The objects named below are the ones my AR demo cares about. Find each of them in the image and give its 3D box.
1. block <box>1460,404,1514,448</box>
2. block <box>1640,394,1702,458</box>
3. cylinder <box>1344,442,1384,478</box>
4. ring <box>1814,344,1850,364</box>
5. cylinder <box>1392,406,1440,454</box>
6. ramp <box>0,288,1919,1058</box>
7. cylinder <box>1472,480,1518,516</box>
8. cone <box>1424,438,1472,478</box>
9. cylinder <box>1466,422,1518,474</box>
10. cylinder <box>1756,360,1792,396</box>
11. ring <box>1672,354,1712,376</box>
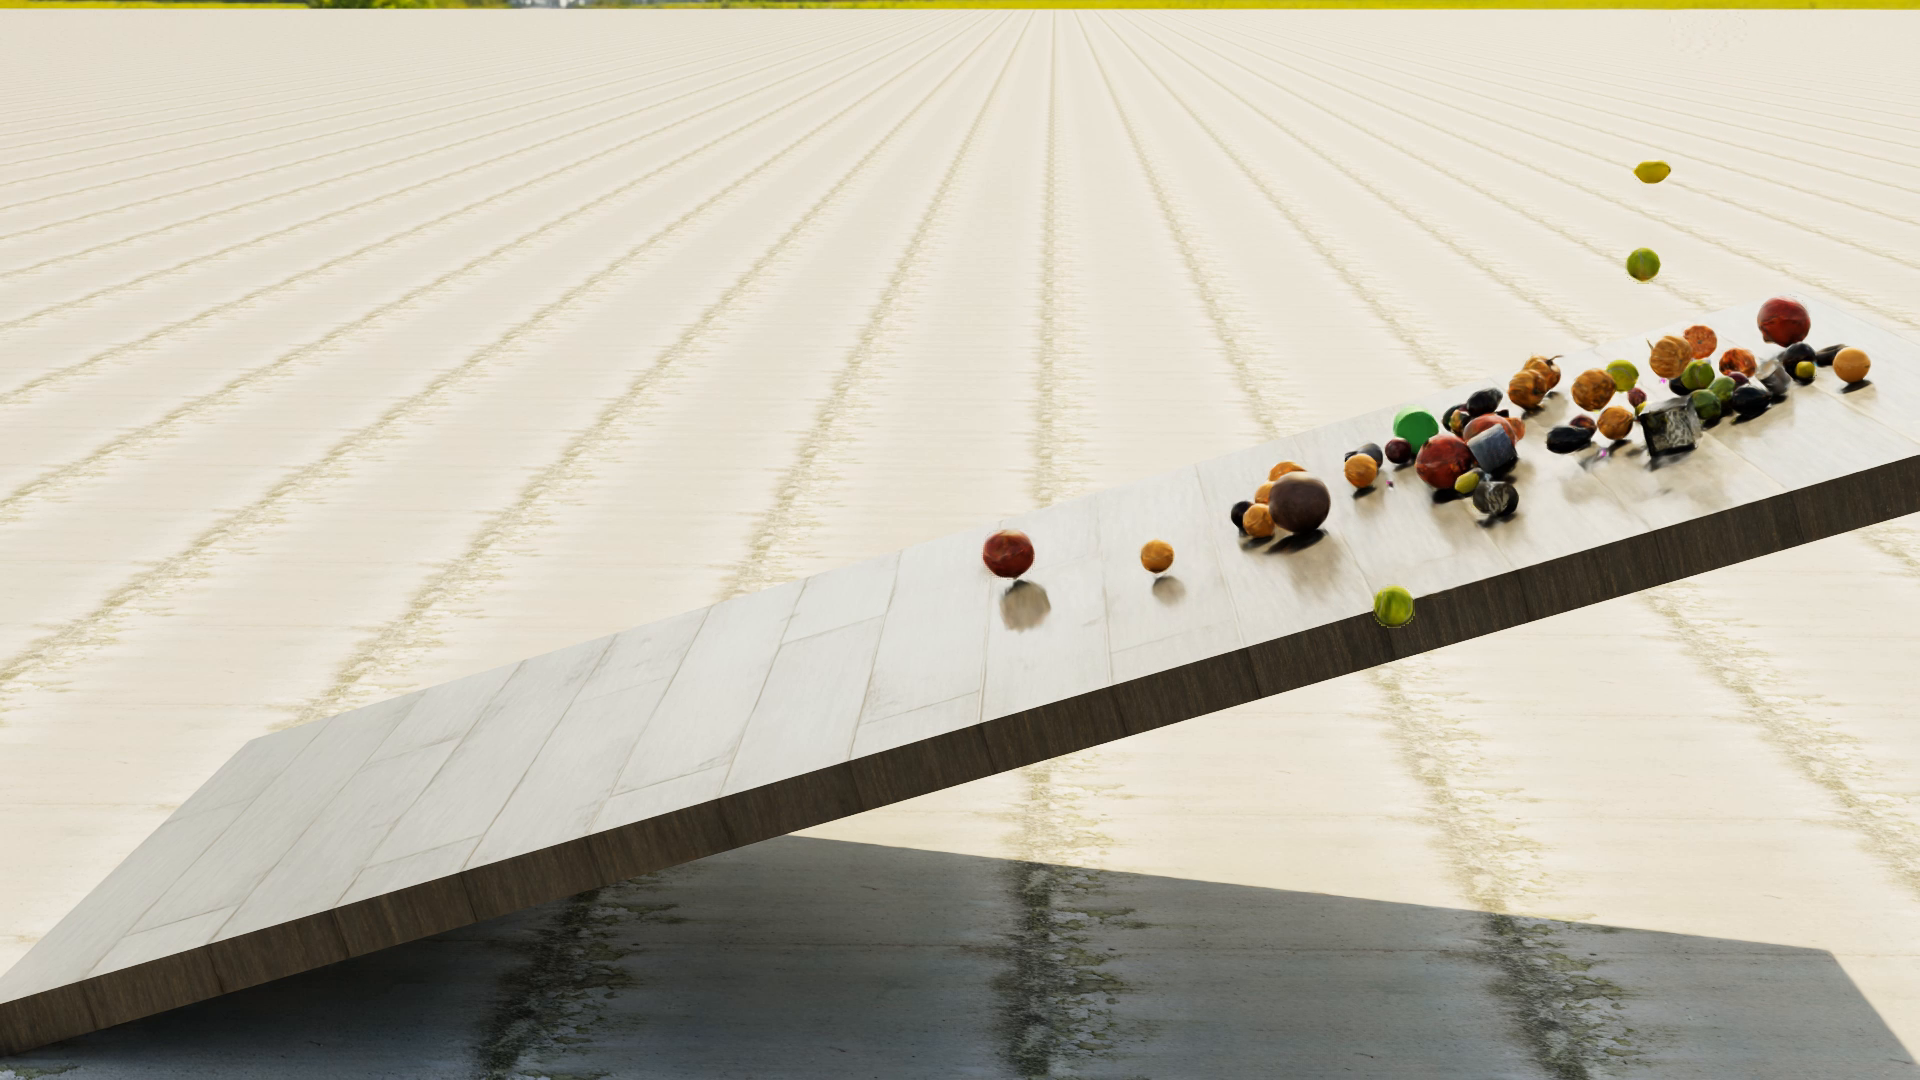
[{"bbox_3d":[1.131,-0.240,6.317,0.077,0.077,0.077,-14,13,-14],"label":"block"},{"bbox_3d":[1.402,-0.224,5.799,0.091,0.091,0.091,-12,11,25],"label":"block"},{"bbox_3d":[0.890,-0.177,6.488,0.061,0.061,0.061,-24,23,-34],"label":"cylinder"},{"bbox_3d":[1.831,-0.390,6.175,0.075,0.025,0.075,-17,10,3],"label":"ring"},{"bbox_3d":[1.016,-0.246,6.555,0.095,0.095,0.095,1,11,3],"label":"cylinder"},{"bbox_3d":[0.094,0.186,6.317,4.000,0.100,2.000,-16,10,5],"label":"ramp"},{"bbox_3d":[1.038,-0.081,5.701,0.065,0.065,0.065,-4,6,-18],"label":"cylinder"},{"bbox_3d":[1.040,-0.161,6.204,0.092,0.092,0.092,17,17,23],"label":"cone"},{"bbox_3d":[1.092,-0.188,6.033,0.078,0.078,0.078,-31,8,8],"label":"cylinder"},{"bbox_3d":[1.660,-0.331,5.998,0.053,0.053,0.053,42,-7,-24],"label":"cylinder"},{"bbox_3d":[1.616,-0.385,6.493,0.089,0.030,0.089,-17,11,4],"label":"ring"}]
